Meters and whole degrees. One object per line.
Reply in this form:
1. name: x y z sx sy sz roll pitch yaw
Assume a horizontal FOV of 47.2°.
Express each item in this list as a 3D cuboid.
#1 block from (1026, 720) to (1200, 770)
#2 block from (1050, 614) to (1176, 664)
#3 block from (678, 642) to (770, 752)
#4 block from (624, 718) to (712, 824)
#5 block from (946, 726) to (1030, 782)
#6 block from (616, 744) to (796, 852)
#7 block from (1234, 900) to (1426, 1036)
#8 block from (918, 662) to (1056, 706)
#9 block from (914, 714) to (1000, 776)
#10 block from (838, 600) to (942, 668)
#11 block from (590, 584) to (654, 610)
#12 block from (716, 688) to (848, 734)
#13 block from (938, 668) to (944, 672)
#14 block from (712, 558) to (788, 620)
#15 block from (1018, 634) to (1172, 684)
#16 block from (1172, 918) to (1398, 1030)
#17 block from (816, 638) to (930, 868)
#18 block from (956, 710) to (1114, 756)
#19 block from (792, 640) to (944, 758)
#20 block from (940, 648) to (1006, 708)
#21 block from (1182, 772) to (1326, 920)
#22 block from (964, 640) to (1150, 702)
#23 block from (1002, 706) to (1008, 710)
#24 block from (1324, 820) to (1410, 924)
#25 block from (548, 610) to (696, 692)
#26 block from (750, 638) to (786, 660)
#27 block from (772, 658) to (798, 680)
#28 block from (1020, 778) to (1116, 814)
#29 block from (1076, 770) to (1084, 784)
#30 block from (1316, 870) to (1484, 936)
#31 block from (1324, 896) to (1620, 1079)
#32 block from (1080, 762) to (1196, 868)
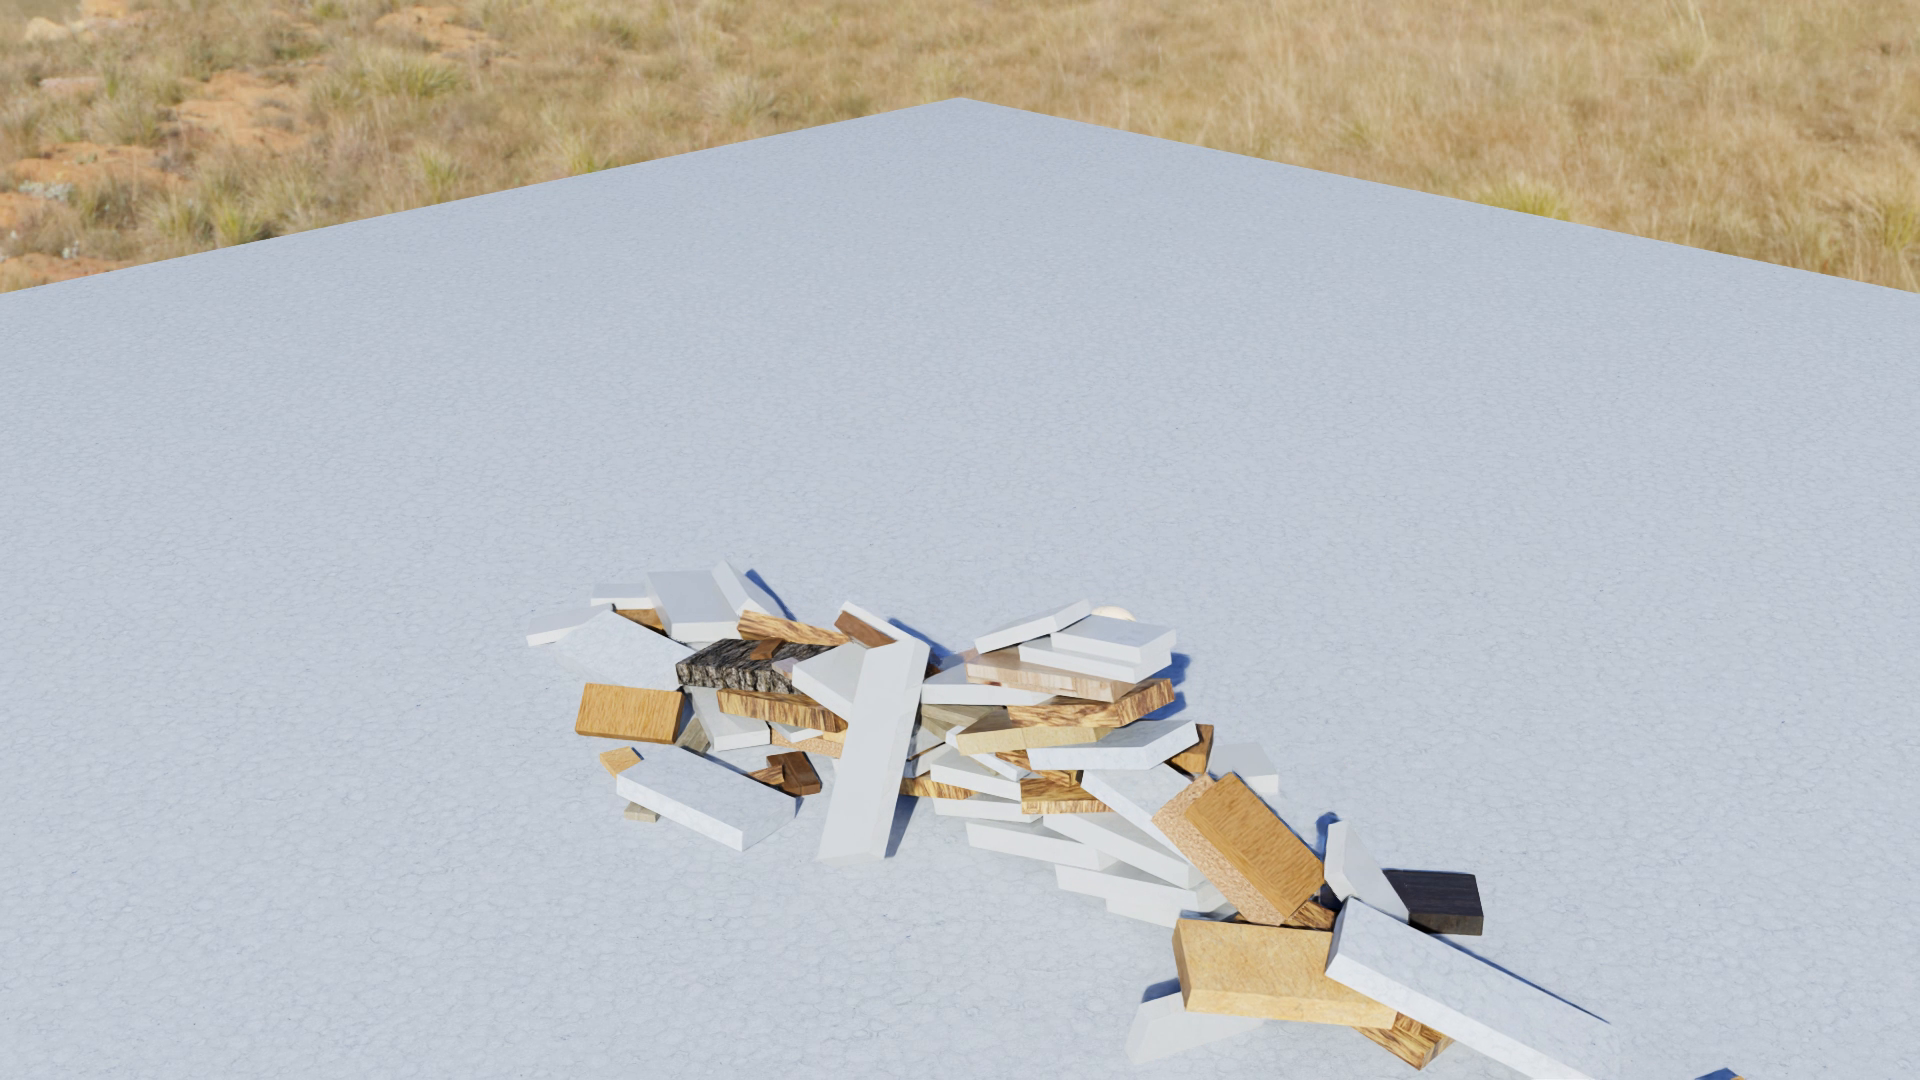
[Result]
1. block: 0.280 0.379 4.064 0.147 0.042 0.294 -22 11 -42
2. block: 0.279 0.178 4.013 0.210 0.030 0.105 9 24 43
3. block: -0.541 0.331 4.875 0.121 0.034 0.474 -7 26 -18
4. block: -0.596 0.479 4.609 0.067 0.019 0.417 5 24 12
5. block: 0.069 0.406 4.290 0.177 0.025 0.089 27 34 32
6. block: -0.514 0.518 4.446 0.331 0.047 0.166 19 28 30
7. block: 0.666 0.722 3.813 0.367 0.040 0.142 25 34 28
8. block: 0.075 0.276 4.260 0.142 0.040 0.363 -21 10 -36
9. block: 0.005 0.378 4.379 0.089 0.025 0.282 -20 38 -40
10. block: -0.149 0.208 4.713 0.220 0.031 0.110 27 -12 25
11. block: -0.788 0.136 5.318 0.196 0.028 0.098 -1 20 -3
12. block: -0.334 0.336 4.680 0.357 0.048 0.169 6 21 42
13. block: -0.097 0.326 4.748 0.134 0.038 0.268 -34 13 -14
14. block: -0.479 0.153 5.157 0.166 0.047 0.331 40 1 -22
15. block: 0.245 0.210 4.027 0.275 0.030 0.105 9 24 43
16. block: 0.540 0.724 3.676 0.349 0.049 0.175 6 30 -7
17. block: -0.167 0.414 4.306 0.147 0.042 0.454 -16 51 43
18. block: 0.158 0.352 4.175 0.304 0.042 0.147 -10 10 33
19. block: -0.168 0.325 4.515 0.338 0.048 0.169 30 35 35
20. block: 0.007 0.317 4.822 0.168 0.048 0.336 -17 13 3
21. block: 0.522 0.533 3.854 0.253 0.036 0.126 45 44 14
22. block: 0.180 0.240 4.075 0.326 0.038 0.134 5 21 36
23. block: 0.059 0.348 4.824 0.142 0.040 0.283 -10 15 29
24. block: 0.724 0.631 3.907 0.036 0.253 0.126 -21 31 28
25. block: -0.758 0.267 4.978 0.168 0.048 0.383 -35 34 -29
26. block: -0.418 0.237 4.787 0.048 0.014 0.096 -4 16 15
27. block: -0.356 0.270 4.633 0.048 0.014 0.096 -16 17 -24
28. block: 0.207 0.479 4.125 0.185 0.026 0.093 -2 21 0
29. block: 0.314 0.466 4.081 0.185 0.026 0.093 33 38 33
30. block: 0.821 0.675 4.116 0.294 0.042 0.147 2 23 5
31. block: 0.854 0.768 3.654 0.499 0.049 0.175 26 27 5
32. block: 0.374 0.482 4.007 0.284 0.040 0.142 33 38 33
